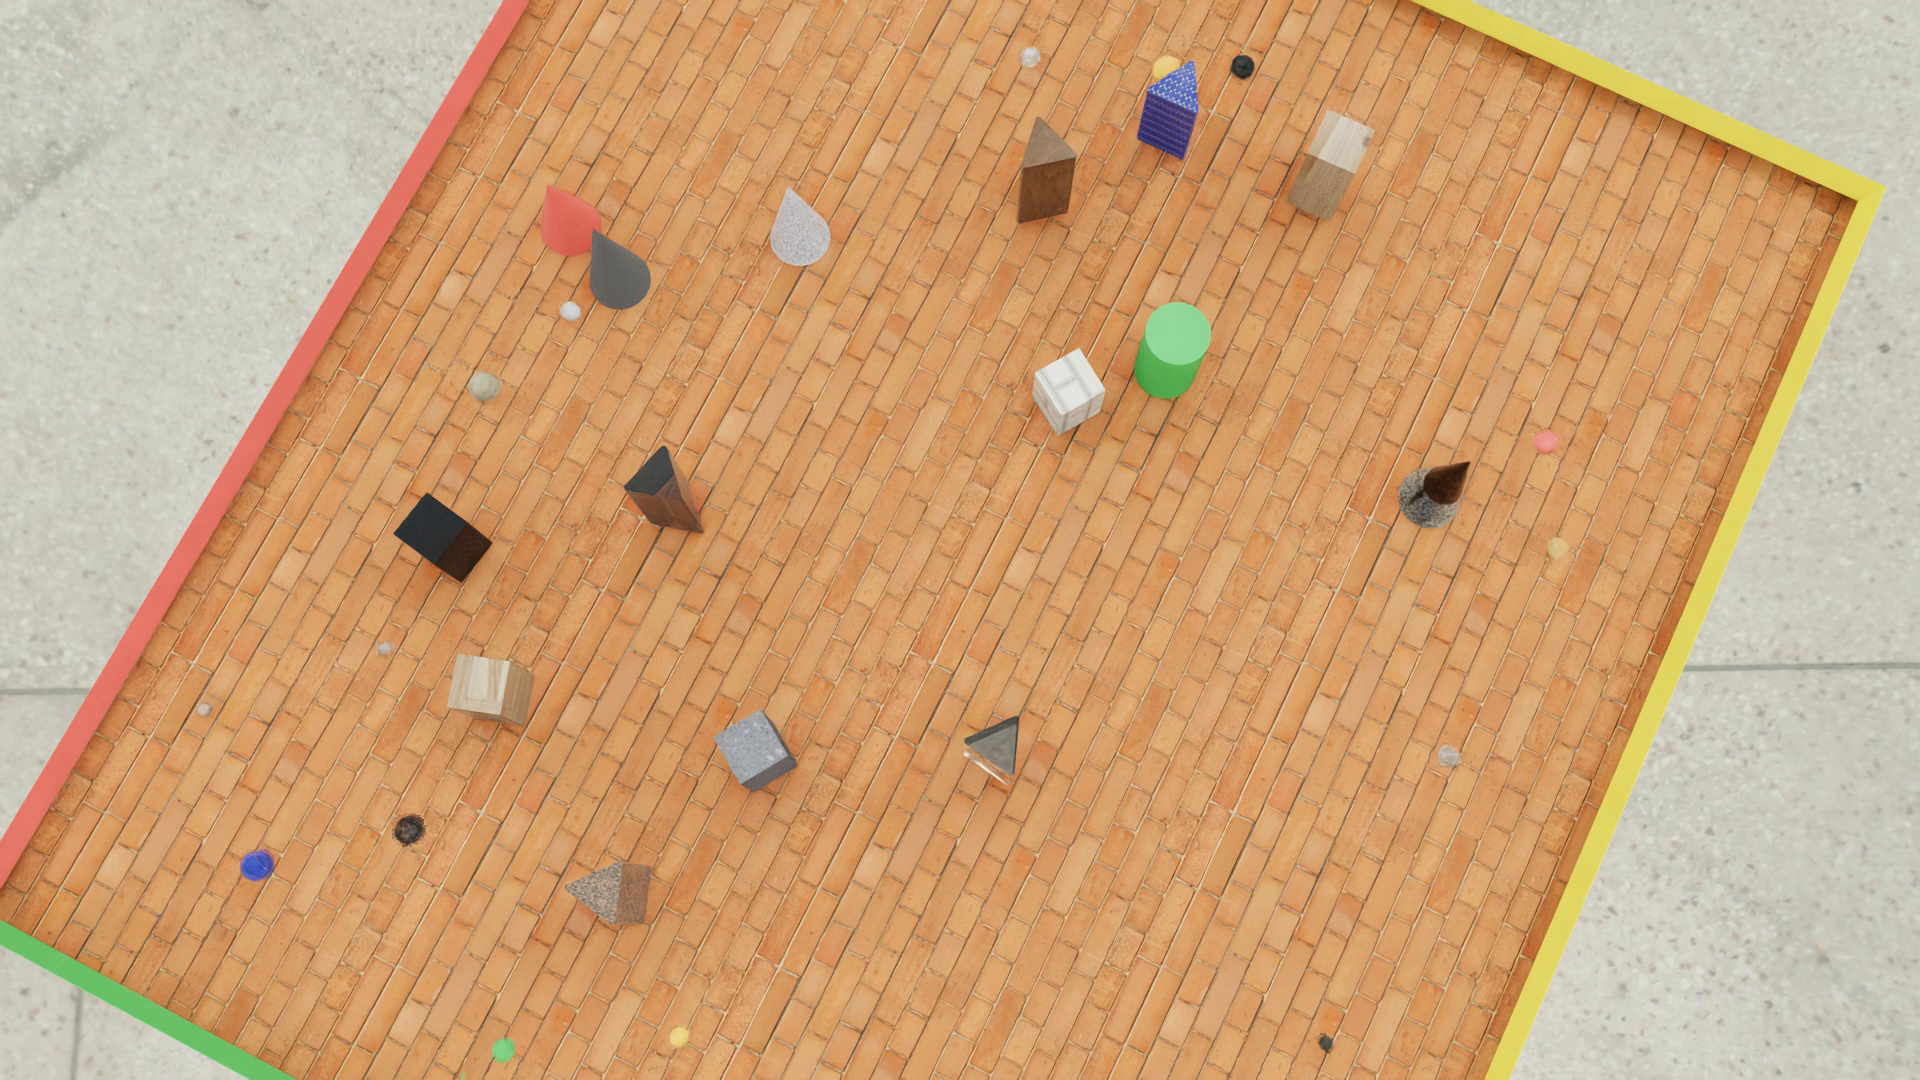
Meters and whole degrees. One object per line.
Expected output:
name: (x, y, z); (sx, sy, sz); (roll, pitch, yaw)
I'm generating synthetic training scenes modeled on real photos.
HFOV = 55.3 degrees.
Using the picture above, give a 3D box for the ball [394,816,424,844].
ball: (-1.623, 0.855, 5.397); (0.084, 0.084, 0.084); (0, 78, 0)

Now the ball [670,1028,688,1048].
ball: (-0.811, 1.436, 5.291); (0.055, 0.055, 0.055); (0, 78, 0)

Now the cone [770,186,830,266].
cone: (-0.507, -1.004, 5.609); (0.193, 0.421, 0.193); (0, 78, 0)

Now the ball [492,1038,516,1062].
ball: (-1.316, 1.471, 5.278); (0.067, 0.067, 0.067); (0, 78, 0)

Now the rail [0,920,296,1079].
rail: (-1.016, 1.996, 5.139); (4.173, 0.125, 0.045); (26, 80, 5)

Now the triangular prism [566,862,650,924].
triangular prism: (-0.957, 0.975, 5.177); (0.167, 0.466, 0.145); (35, 80, 7)

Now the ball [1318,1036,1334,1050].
ball: (1.057, 1.454, 5.294); (0.042, 0.042, 0.042); (0, 78, 0)

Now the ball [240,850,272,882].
ball: (-2.063, 0.955, 5.373); (0.090, 0.090, 0.090); (0, 78, 0)

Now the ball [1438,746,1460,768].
ball: (1.454, 0.644, 5.450); (0.065, 0.065, 0.065); (0, 78, 0)

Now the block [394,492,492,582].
block: (-1.538, -0.005, 5.467); (0.154, 0.295, 0.154); (35, 81, 7)

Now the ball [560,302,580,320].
ball: (-1.220, -0.716, 5.734); (0.060, 0.060, 0.060); (0, 78, 0)

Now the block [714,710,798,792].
block: (-0.589, 0.615, 5.317); (0.154, 0.338, 0.154); (-30, 80, -6)

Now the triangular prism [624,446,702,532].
triangular prism: (-0.854, -0.153, 5.416); (0.167, 0.455, 0.145); (11, 79, 2)

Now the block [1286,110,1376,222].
block: (1.140, -1.151, 5.660); (0.154, 0.382, 0.154); (25, 79, 5)

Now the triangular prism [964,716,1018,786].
triangular prism: (0.121, 0.588, 5.300); (0.167, 0.381, 0.145); (35, 80, 7)

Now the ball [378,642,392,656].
ball: (-1.733, 0.330, 5.526); (0.044, 0.044, 0.044); (0, 78, 0)

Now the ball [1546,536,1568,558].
ball: (1.818, 0.024, 5.577); (0.067, 0.067, 0.067); (0, 78, 0)

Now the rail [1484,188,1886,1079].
rail: (1.845, 0.910, 5.363); (0.045, 0.125, 4.589); (26, 80, 5)

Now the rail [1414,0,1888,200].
rail: (1.016, -1.982, 5.962); (4.173, 0.125, 0.045); (26, 80, 5)

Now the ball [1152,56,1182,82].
ball: (0.664, -1.508, 5.882); (0.092, 0.092, 0.092); (0, 78, 0)

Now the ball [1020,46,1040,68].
ball: (0.227, -1.556, 5.905); (0.065, 0.065, 0.065); (0, 78, 0)

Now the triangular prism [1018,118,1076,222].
triangular prism: (0.247, -1.140, 5.629); (0.167, 0.438, 0.145); (-13, 79, -3)

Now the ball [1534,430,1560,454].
ball: (1.806, -0.302, 5.641); (0.074, 0.074, 0.074); (0, 78, 0)

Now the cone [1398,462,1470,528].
cone: (1.446, -0.177, 5.415); (0.193, 0.465, 0.193); (0, 78, 0)

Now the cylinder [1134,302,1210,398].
cylinder: (0.640, -0.570, 5.553); (0.193, 0.356, 0.193); (0, 78, 0)

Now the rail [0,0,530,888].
rail: (-1.845, -0.897, 5.737); (0.045, 0.125, 4.589); (26, 80, 5)

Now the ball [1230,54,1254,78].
ball: (0.909, -1.522, 5.893); (0.075, 0.075, 0.075); (0, 78, 0)

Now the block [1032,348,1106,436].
block: (0.329, -0.449, 5.587); (0.154, 0.239, 0.154); (-30, 80, -6)

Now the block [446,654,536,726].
block: (-1.370, 0.442, 5.367); (0.154, 0.310, 0.154); (8, 78, 2)

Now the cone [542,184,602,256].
cone: (-1.235, -1.030, 5.652); (0.193, 0.348, 0.193); (0, 78, 0)

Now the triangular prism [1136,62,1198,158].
triangular prism: (0.675, -1.355, 5.719); (0.167, 0.348, 0.145); (26, 80, 5)

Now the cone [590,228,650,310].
cone: (-1.072, -0.865, 5.568); (0.193, 0.445, 0.193); (0, 78, 0)

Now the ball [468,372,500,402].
ball: (-1.471, -0.474, 5.666); (0.096, 0.096, 0.096); (0, 78, 0)
